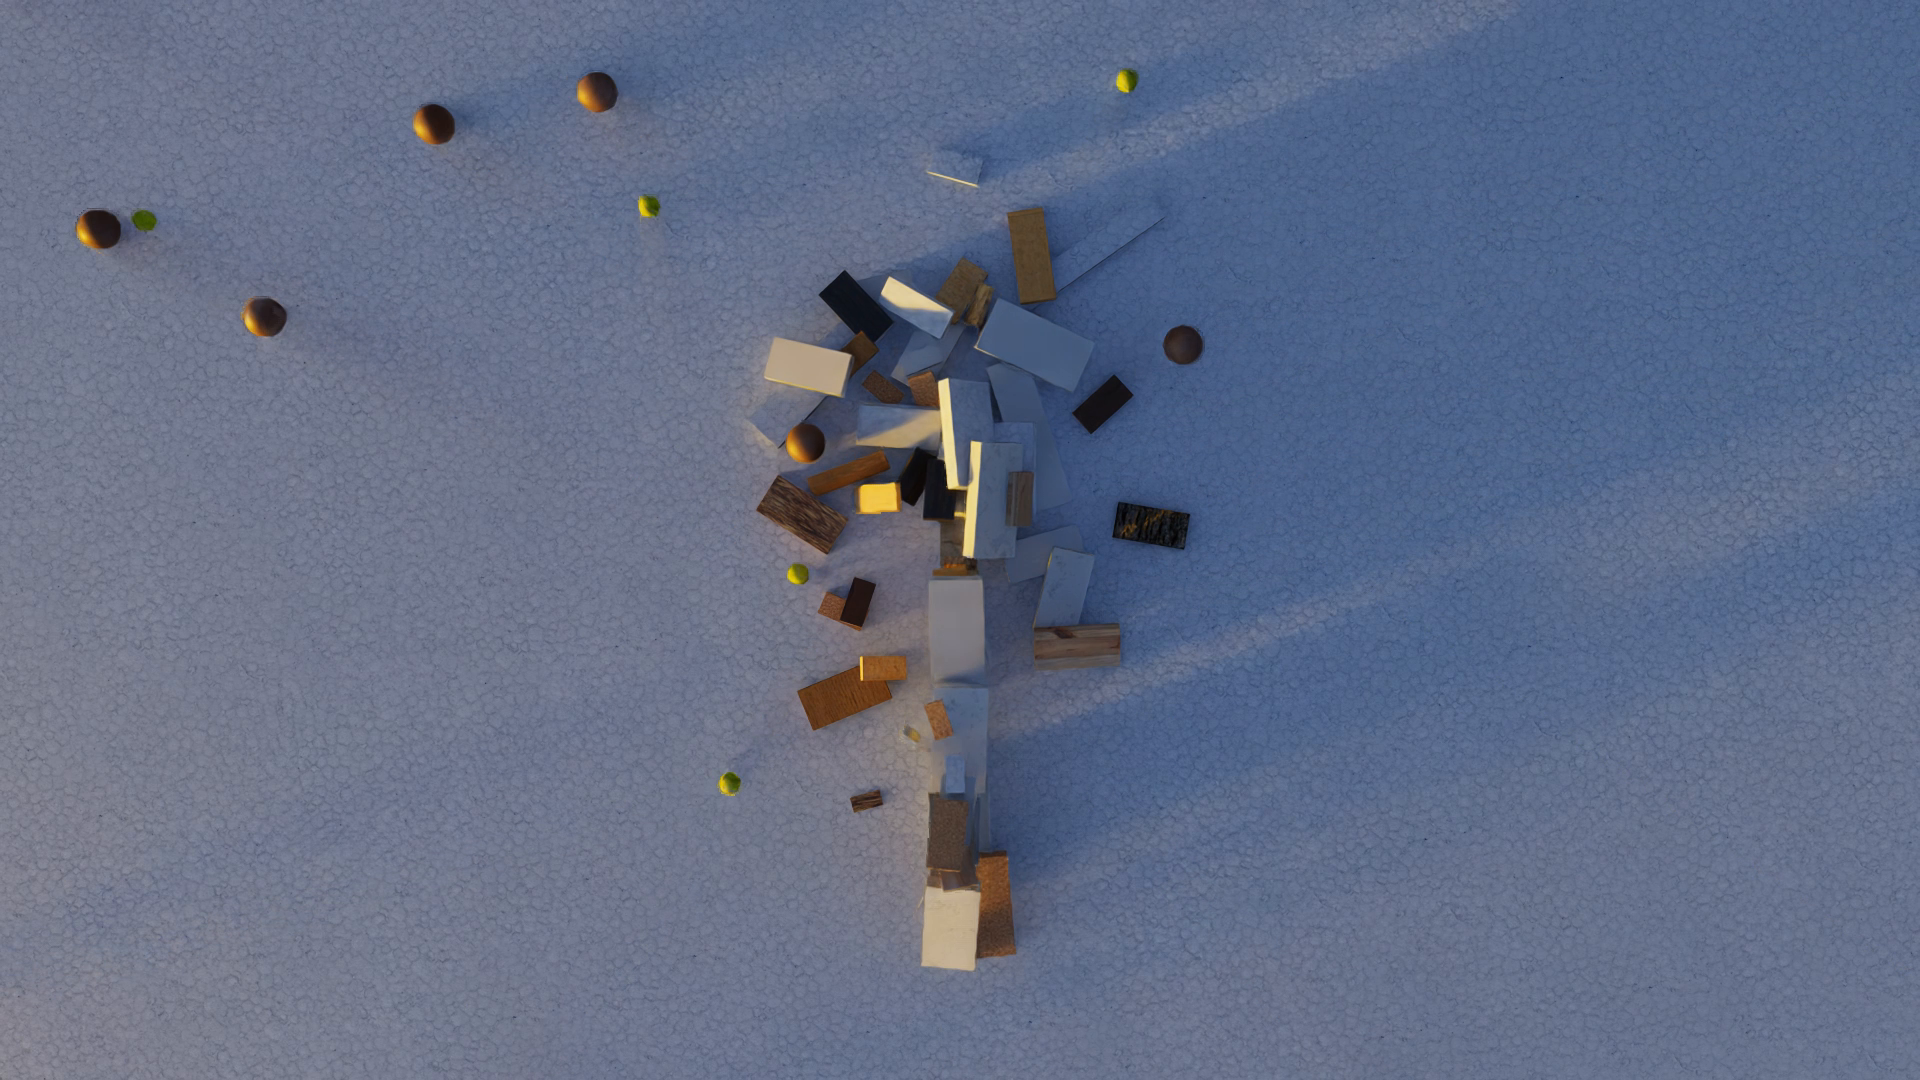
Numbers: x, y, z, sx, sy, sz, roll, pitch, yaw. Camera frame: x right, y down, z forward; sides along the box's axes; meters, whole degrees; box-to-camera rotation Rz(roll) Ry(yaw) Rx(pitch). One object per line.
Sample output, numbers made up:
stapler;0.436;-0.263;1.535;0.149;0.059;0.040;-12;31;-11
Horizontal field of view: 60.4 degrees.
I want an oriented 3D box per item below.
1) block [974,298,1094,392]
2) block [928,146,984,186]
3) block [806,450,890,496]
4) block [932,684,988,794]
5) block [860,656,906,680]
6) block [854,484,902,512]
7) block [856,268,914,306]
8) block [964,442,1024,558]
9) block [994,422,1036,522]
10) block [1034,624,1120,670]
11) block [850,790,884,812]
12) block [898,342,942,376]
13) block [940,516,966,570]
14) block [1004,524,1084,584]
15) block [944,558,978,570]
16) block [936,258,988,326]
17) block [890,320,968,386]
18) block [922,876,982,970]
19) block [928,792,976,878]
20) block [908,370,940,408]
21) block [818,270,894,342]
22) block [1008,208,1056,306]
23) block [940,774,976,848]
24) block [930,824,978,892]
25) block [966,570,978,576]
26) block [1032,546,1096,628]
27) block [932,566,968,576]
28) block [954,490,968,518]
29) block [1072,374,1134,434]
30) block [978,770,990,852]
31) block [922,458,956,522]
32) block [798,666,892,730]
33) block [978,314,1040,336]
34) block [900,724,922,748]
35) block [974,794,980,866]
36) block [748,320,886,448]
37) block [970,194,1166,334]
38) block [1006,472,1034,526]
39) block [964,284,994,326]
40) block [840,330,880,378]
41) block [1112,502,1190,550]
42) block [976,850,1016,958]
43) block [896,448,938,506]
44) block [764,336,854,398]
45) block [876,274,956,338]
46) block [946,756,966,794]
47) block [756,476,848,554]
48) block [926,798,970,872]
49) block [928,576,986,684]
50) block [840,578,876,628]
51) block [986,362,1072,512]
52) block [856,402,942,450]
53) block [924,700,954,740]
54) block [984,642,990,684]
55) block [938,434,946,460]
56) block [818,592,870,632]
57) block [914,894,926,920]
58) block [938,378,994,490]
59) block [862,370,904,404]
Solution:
block;0.246;-0.640;5.430;0.356;0.050;0.178;24;90;-9
block;-0.014;-1.242;5.488;0.170;0.024;0.085;16;90;0
block;-0.365;-0.219;5.432;0.265;0.132;0.037;-21;80;0
block;-0.001;0.639;5.316;0.174;0.049;0.348;2;99;0
block;-0.253;0.424;5.454;0.154;0.022;0.077;1;80;-23
block;-0.271;-0.139;5.435;0.177;0.025;0.089;-2;91;38
block;-0.249;-0.834;5.487;0.190;0.027;0.095;-14;90;0
block;0.109;-0.131;5.365;0.178;0.050;0.375;-1;98;-39
block;0.182;-0.226;5.447;0.132;0.037;0.326;2;96;17
block;0.387;0.353;5.452;0.282;0.040;0.141;-3;115;0
block;-0.311;0.870;5.493;0.101;0.014;0.050;-16;90;0
block;-0.130;-0.596;5.452;0.133;0.019;0.067;-22;90;0
block;-0.018;0.002;5.402;0.094;0.027;0.187;1;84;1
block;0.277;0.045;5.481;0.265;0.037;0.132;-16;90;0
block;0.000;0.136;5.407;0.107;0.214;0.030;2;51;0
block;-0.005;-0.824;5.463;0.103;0.029;0.207;33;78;1
block;-0.103;-0.632;5.481;0.137;0.039;0.275;29;90;0
block;-0.029;1.243;5.341;0.174;0.049;0.348;5;121;2
block;-0.026;0.959;5.334;0.143;0.041;0.286;-2;79;0
block;-0.105;-0.469;5.452;0.085;0.024;0.170;-17;111;9
block;-0.341;-0.762;5.444;0.119;0.034;0.238;-43;90;0
block;0.238;-0.940;5.462;0.119;0.034;0.309;-8;84;3
block;-0.014;0.865;5.267;0.110;0.031;0.220;6;76;2
block;-0.021;1.004;5.259;0.110;0.031;0.220;-11;66;-6
block;0.002;0.175;5.406;0.107;0.214;0.030;2;51;-1
block;0.343;0.171;5.454;0.141;0.040;0.282;13;98;-5
block;-0.018;0.193;5.326;0.107;0.030;0.214;-9;112;3
block;-0.020;-0.172;5.431;0.102;0.029;0.203;5;58;3
block;0.475;-0.451;5.487;0.190;0.027;0.095;-42;90;0
block;0.009;0.946;5.475;0.174;0.049;0.348;-2;90;0
block;-0.062;-0.161;5.373;0.102;0.029;0.203;4;72;3
block;-0.383;0.513;5.480;0.282;0.040;0.141;-22;90;0
block;0.166;-0.683;5.464;0.207;0.029;0.104;-7;102;-6
block;-0.162;0.639;5.380;0.060;0.121;0.017;36;98;0
block;-0.005;0.833;5.414;0.143;0.041;0.459;2;76;1
block;-0.477;-0.541;5.480;0.138;0.039;0.522;43;90;0
block;0.354;-0.902;5.487;0.736;0.027;0.095;-35;90;0
block;0.195;-0.134;5.386;0.089;0.025;0.177;-2;99;-39
block;0.063;-0.774;5.431;0.019;0.067;0.133;18;92;-44
block;-0.355;-0.600;5.429;0.170;0.024;0.085;-41;90;14
block;0.636;-0.048;5.483;0.238;0.034;0.119;10;90;0
block;0.083;1.204;5.442;0.174;0.049;0.348;-5;101;0
block;-0.148;-0.210;5.467;0.089;0.025;0.177;30;96;-16
block;-0.496;-0.569;5.422;0.276;0.039;0.138;14;88;15
block;-0.144;-0.767;5.427;0.244;0.029;0.104;30;118;4
block;-0.016;0.750;5.271;0.060;0.017;0.121;-2;72;-1
block;-0.523;-0.084;5.480;0.276;0.039;0.138;32;90;0
block;-0.038;0.933;5.218;0.110;0.031;0.220;7;76;2
block;-0.010;0.290;5.298;0.174;0.049;0.348;-2;105;0
block;-0.339;0.208;5.469;0.077;0.022;0.154;18;75;-2
block;0.231;-0.351;5.481;0.137;0.039;0.507;-18;90;0
block;-0.200;-0.377;5.457;0.275;0.039;0.137;4;111;0
block;-0.067;0.575;5.272;0.060;0.017;0.121;-18;99;3
block;0.004;0.504;5.387;0.174;0.049;0.348;2;85;0
block;-0.016;-0.294;5.448;0.102;0.029;0.203;9;71;6
block;-0.388;0.238;5.489;0.154;0.022;0.077;24;90;0
block;-0.107;1.217;5.493;0.050;0.014;0.101;28;90;0
block;0.029;-0.343;5.398;0.178;0.050;0.356;2;79;-41
block;-0.256;-0.499;5.491;0.133;0.019;0.067;40;90;0
